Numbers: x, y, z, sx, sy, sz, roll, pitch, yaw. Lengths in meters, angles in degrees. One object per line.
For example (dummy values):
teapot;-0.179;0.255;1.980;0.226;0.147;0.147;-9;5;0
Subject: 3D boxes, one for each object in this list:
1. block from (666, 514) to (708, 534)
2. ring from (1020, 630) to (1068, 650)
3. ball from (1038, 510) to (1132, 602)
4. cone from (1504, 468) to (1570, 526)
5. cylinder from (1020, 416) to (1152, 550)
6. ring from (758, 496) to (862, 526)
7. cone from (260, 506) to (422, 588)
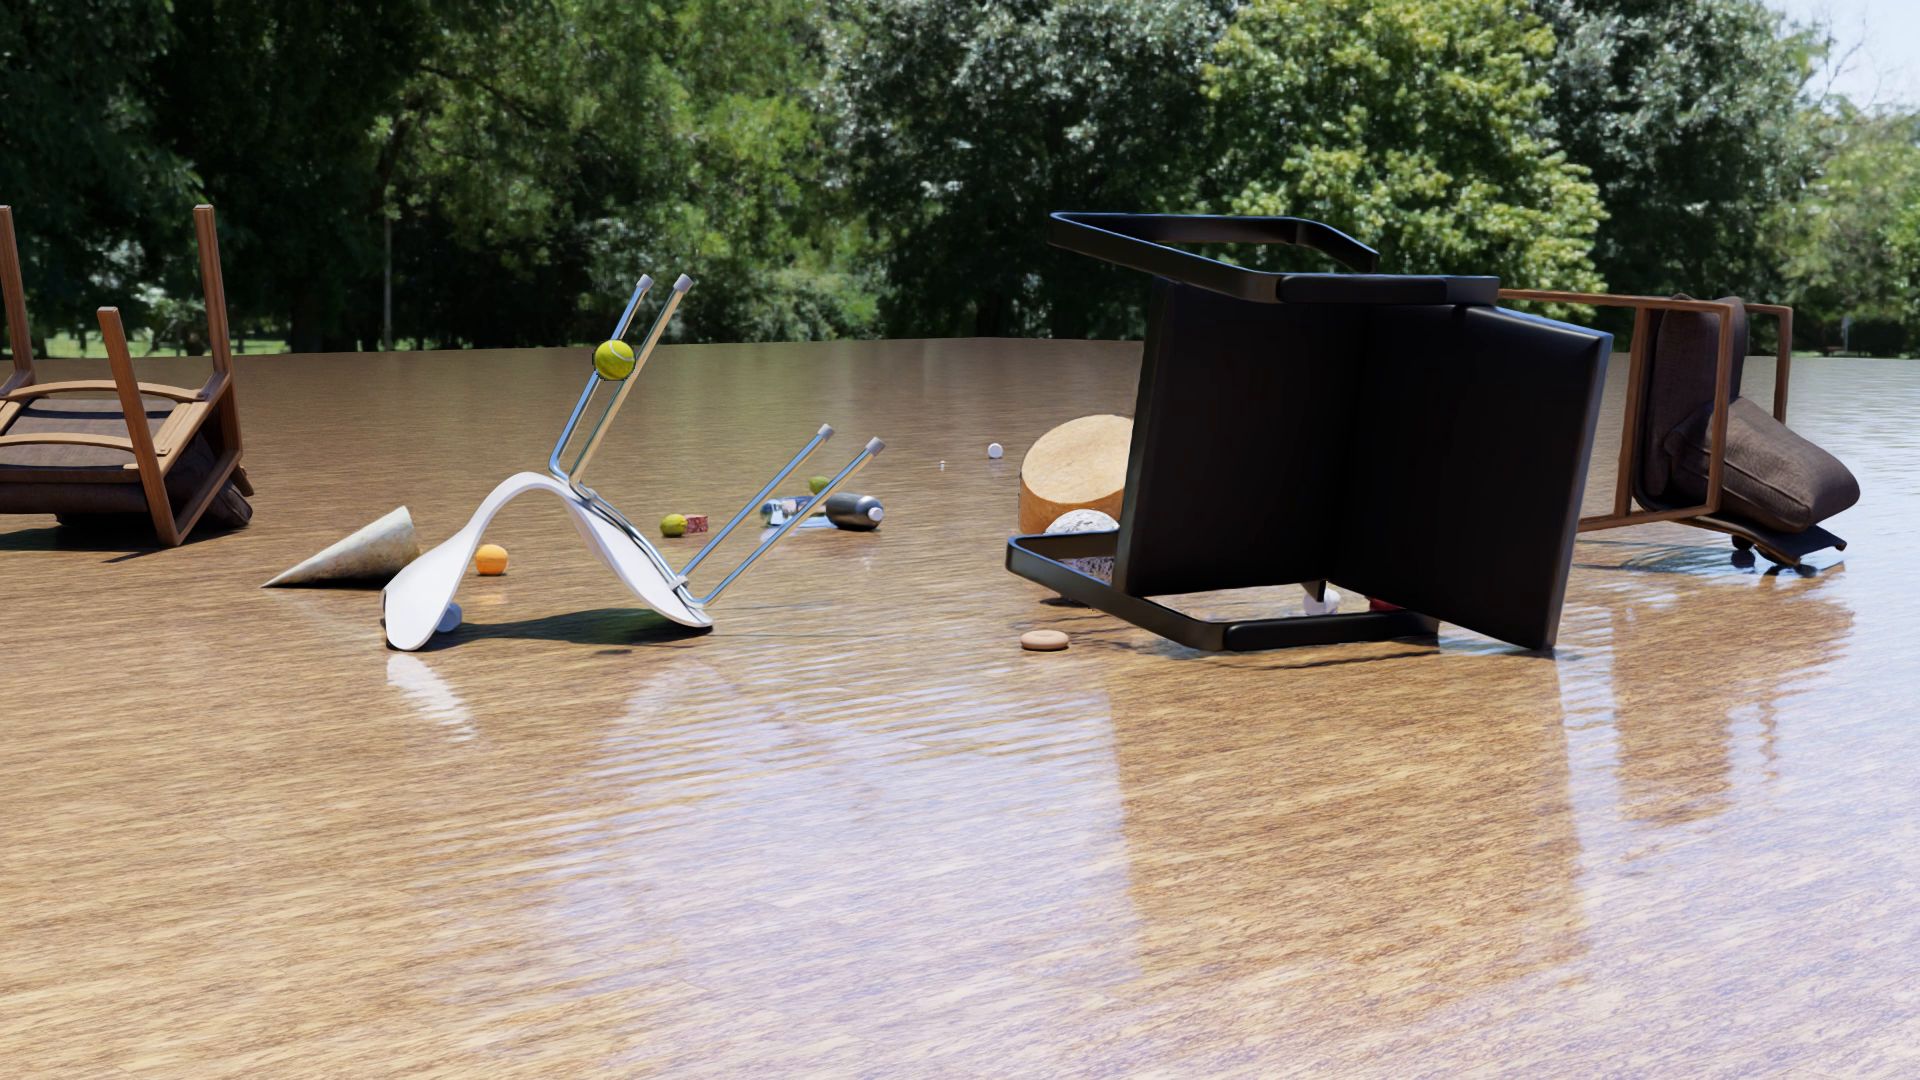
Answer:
block;-0.702;-0.041;6.609;0.064;0.040;0.085;5;8;42
ring;0.151;0.179;4.563;0.086;0.024;0.116;-1;6;1
ball;0.253;0.031;5.191;0.188;0.188;0.188;0;6;0
cone;1.516;-0.083;6.866;0.200;0.100;0.234;43;39;12
cylinder;0.294;-0.128;6.035;0.322;0.224;0.223;-24;-29;-15
ring;-0.394;-0.077;6.800;0.308;0.074;0.139;-3;5;-34
cone;-1.332;0.053;5.474;0.335;0.142;0.323;-17;-11;-16
